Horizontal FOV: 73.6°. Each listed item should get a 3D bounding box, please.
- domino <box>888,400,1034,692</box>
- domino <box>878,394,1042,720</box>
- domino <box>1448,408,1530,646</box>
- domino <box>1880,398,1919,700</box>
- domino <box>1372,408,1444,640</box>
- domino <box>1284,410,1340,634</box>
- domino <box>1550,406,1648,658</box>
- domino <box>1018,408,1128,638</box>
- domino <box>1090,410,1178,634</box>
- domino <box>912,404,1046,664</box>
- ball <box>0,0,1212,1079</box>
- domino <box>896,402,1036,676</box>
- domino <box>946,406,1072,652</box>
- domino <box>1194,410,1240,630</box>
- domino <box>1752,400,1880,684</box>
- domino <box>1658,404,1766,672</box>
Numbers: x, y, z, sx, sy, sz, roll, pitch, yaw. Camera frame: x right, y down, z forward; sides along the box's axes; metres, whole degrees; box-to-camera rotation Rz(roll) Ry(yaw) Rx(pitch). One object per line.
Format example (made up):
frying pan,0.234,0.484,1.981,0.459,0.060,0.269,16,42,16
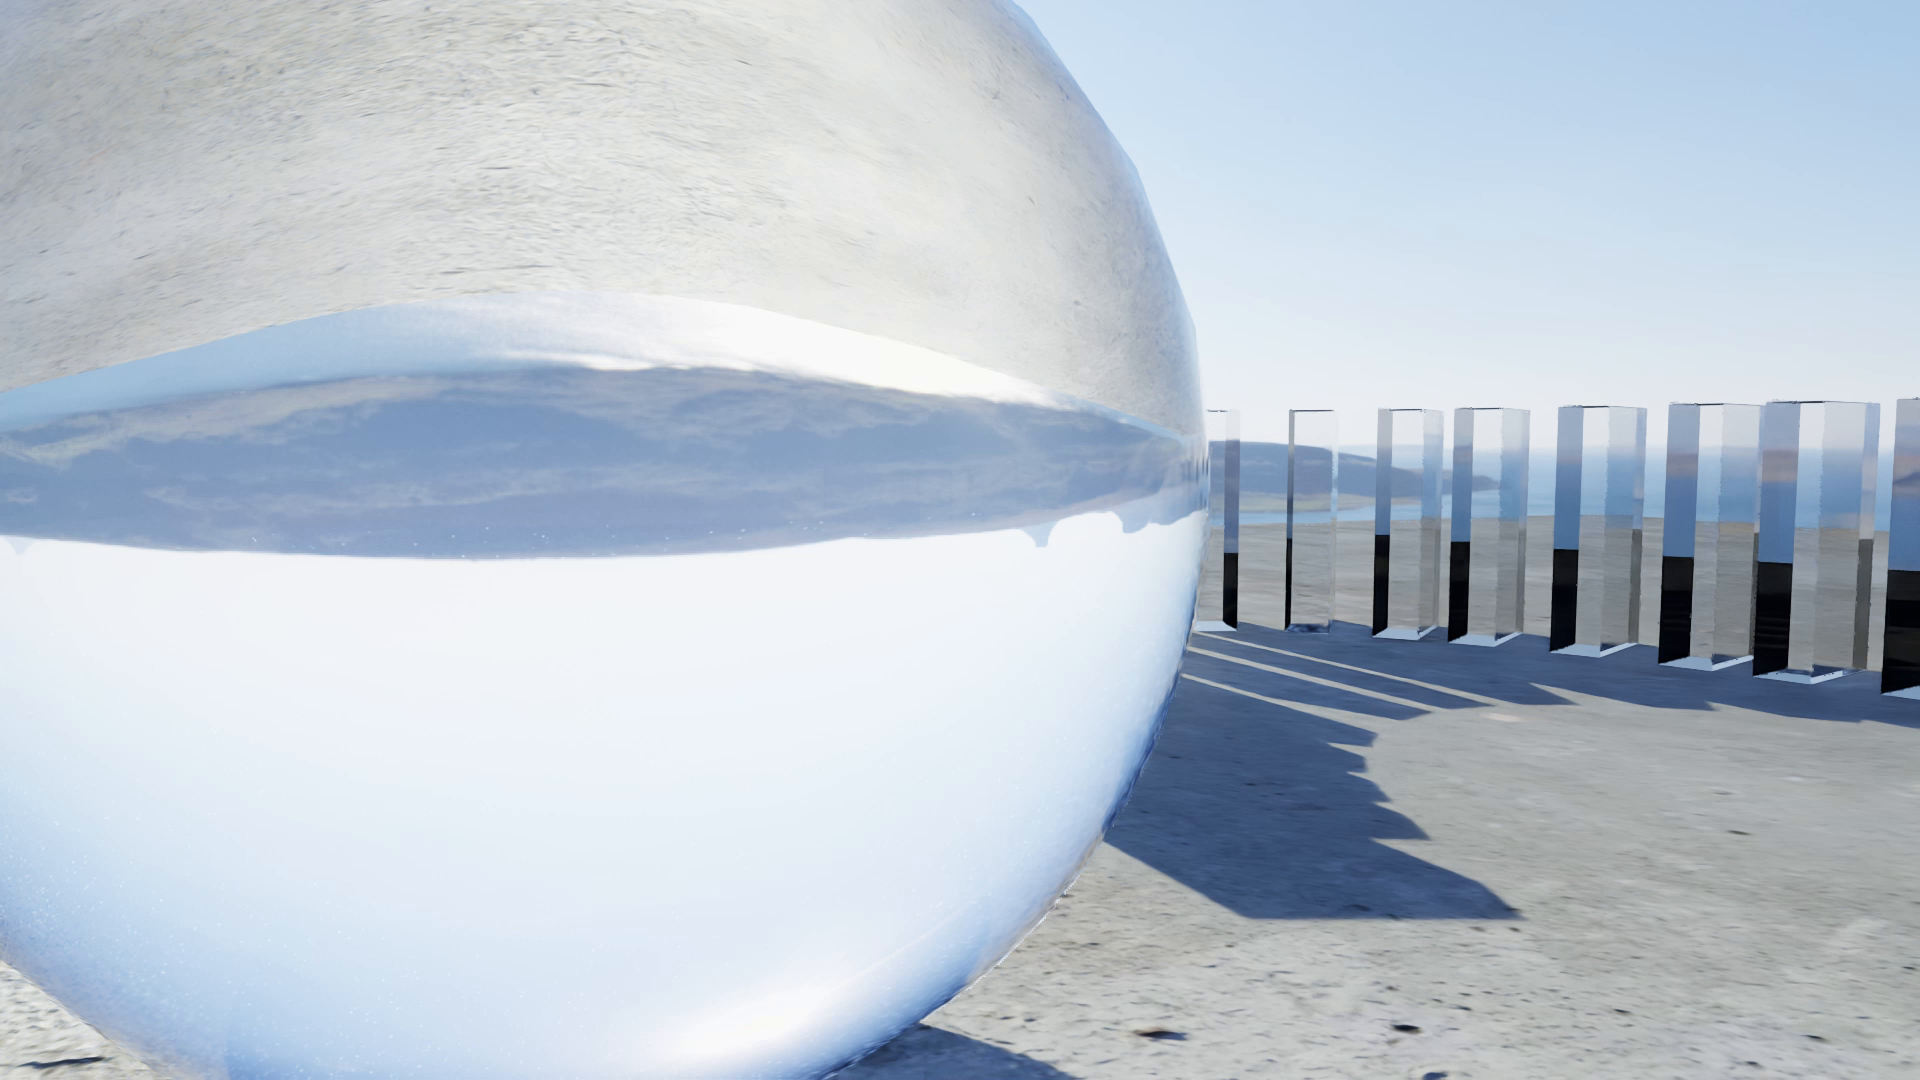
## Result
domino,0.000,0.001,0.224,0.025,0.050,0.009,0,4,2
domino,0.000,0.002,0.201,0.025,0.050,0.009,0,4,0
domino,0.116,-0.003,0.280,0.009,0.050,0.025,3,5,36
domino,0.170,0.001,0.219,0.025,0.050,0.009,-3,5,-32
domino,0.101,-0.004,0.290,0.009,0.050,0.025,3,5,30
domino,0.082,-0.005,0.299,0.009,0.050,0.025,2,5,19
domino,0.133,-0.002,0.266,0.010,0.050,0.025,4,6,44
domino,0.025,-0.004,0.291,0.010,0.050,0.025,-4,6,-41
domino,0.040,-0.005,0.300,0.009,0.050,0.025,-2,5,-19
domino,0.004,-0.002,0.255,0.025,0.050,0.009,1,4,15
ball,-0.024,-0.004,0.085,0.080,0.080,0.080,0,4,0
domino,0.001,0.000,0.239,0.025,0.050,0.010,0,4,5
domino,0.010,-0.003,0.271,0.025,0.050,0.009,2,5,27
domino,0.058,-0.005,0.303,0.009,0.050,0.025,0,4,-1
domino,0.158,0.000,0.237,0.025,0.050,0.010,-3,5,-36
domino,0.147,-0.001,0.250,0.025,0.050,0.009,-4,6,-39
